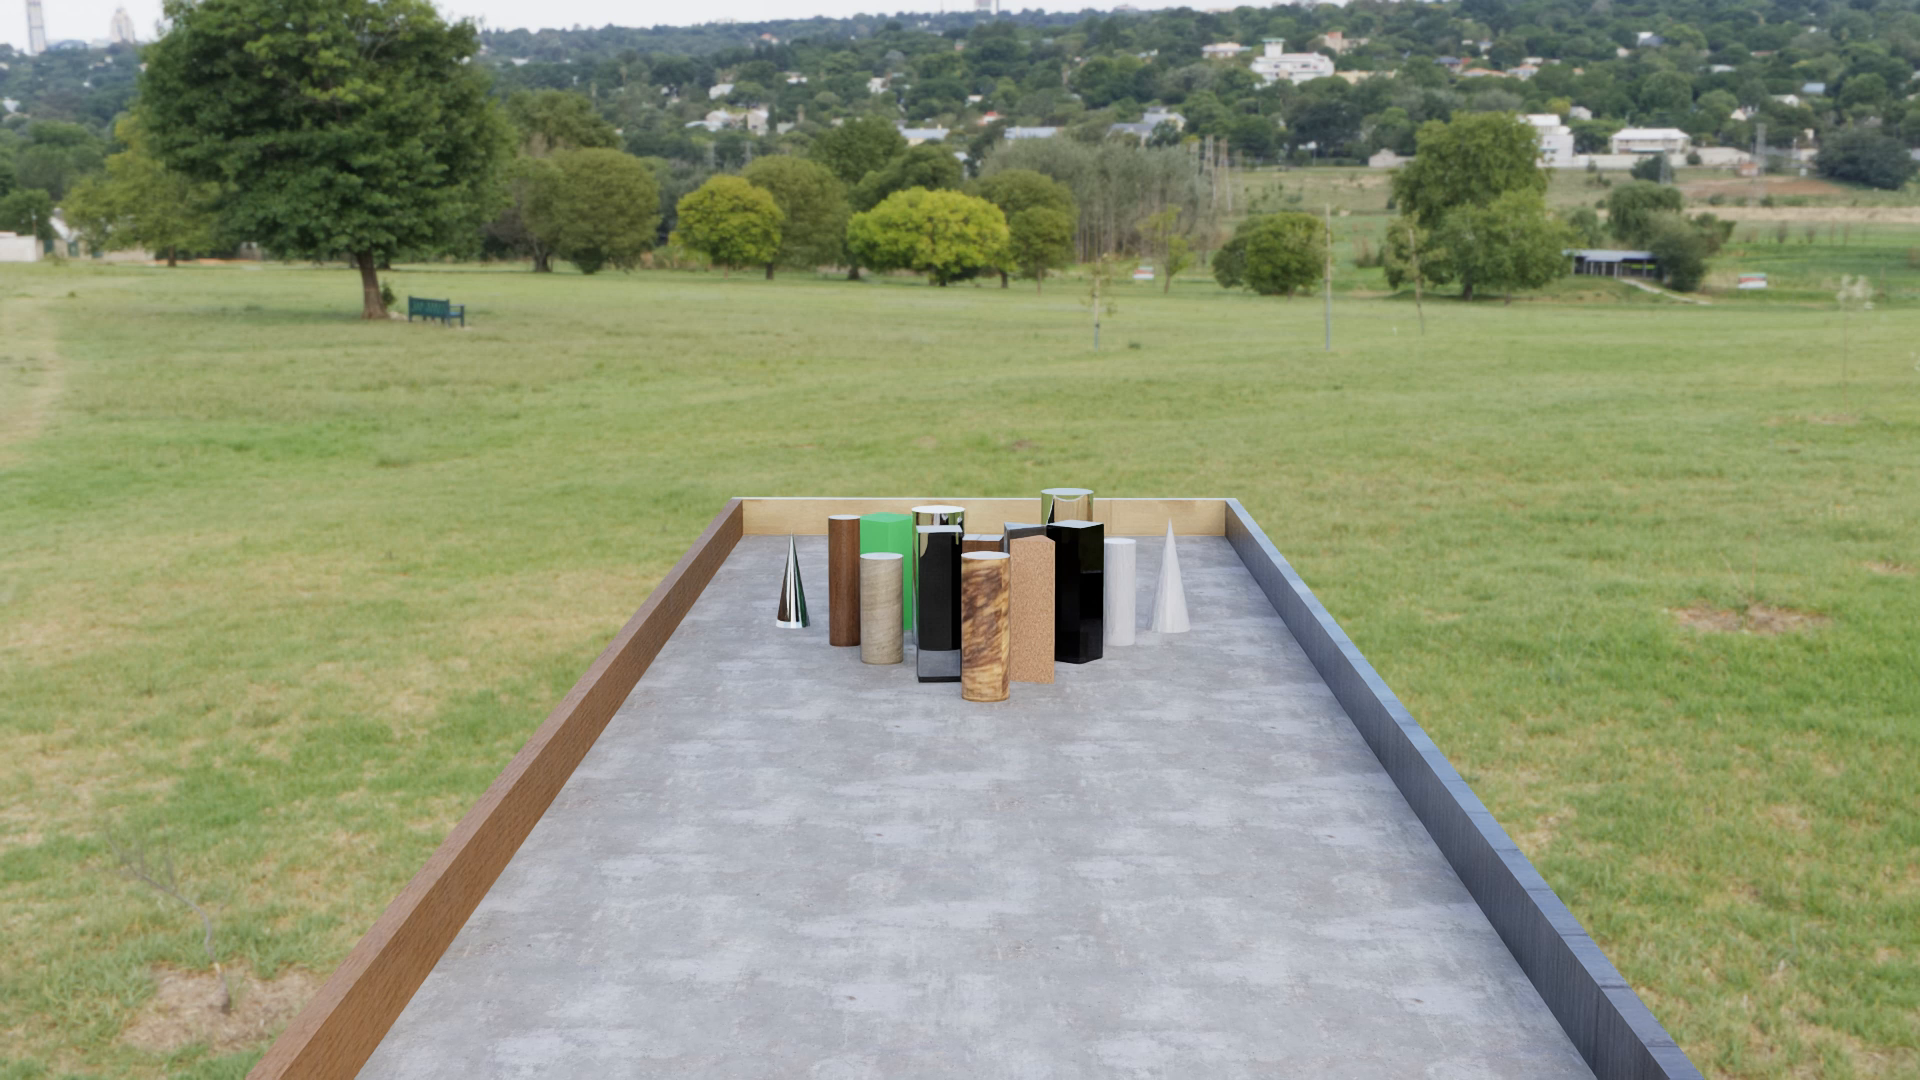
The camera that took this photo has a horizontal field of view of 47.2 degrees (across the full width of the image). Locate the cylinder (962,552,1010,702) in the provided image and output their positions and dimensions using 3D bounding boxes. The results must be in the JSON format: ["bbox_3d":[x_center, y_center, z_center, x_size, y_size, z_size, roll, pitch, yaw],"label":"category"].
[{"bbox_3d":[0.072,0.243,6.180,0.137,0.405,0.137,0,9,0],"label":"cylinder"}]

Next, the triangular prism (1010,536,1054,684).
[{"bbox_3d":[0.224,0.199,6.422,0.132,0.416,0.114,3,9,16],"label":"triangular prism"}]

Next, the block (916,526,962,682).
[{"bbox_3d":[-0.061,0.186,6.422,0.127,0.443,0.127,-1,9,-4],"label":"block"}]

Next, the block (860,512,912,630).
[{"bbox_3d":[-0.243,0.105,7.185,0.171,0.363,0.171,7,11,38],"label":"block"}]

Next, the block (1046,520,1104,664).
[{"bbox_3d":[0.349,0.157,6.689,0.126,0.417,0.126,7,11,37],"label":"block"}]

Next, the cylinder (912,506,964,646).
[{"bbox_3d":[-0.068,0.114,6.926,0.168,0.427,0.168,0,9,0],"label":"cylinder"}]

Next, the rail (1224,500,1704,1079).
[{"bbox_3d":[1.046,0.843,3.208,0.050,0.150,12.000,0,9,1],"label":"rail"}]

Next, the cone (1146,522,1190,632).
[{"bbox_3d":[0.681,0.106,7.158,0.147,0.370,0.147,0,9,0],"label":"cone"}]

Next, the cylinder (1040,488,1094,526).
[{"bbox_3d":[0.350,0.061,7.212,0.171,0.443,0.171,0,9,0],"label":"cylinder"}]

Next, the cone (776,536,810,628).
[{"bbox_3d":[-0.550,0.123,7.219,0.113,0.317,0.113,0,9,0],"label":"cone"}]

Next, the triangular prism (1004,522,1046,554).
[{"bbox_3d":[0.178,0.135,6.971,0.151,0.371,0.131,-6,11,-32],"label":"triangular prism"}]

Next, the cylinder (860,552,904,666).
[{"bbox_3d":[-0.237,0.208,6.665,0.130,0.324,0.130,0,9,0],"label":"cylinder"}]

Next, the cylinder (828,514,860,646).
[{"bbox_3d":[-0.362,0.128,6.913,0.101,0.404,0.101,0,9,0],"label":"cylinder"}]

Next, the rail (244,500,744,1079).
[{"bbox_3d":[-1.004,0.839,3.234,0.050,0.150,12.000,0,9,1],"label":"rail"}]

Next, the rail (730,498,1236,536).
[{"bbox_3d":[0.099,-0.098,9.147,2.100,0.150,0.050,0,9,1],"label":"rail"}]

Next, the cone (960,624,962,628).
[{"bbox_3d":[0.085,0.137,7.181,0.171,0.301,0.171,0,9,0],"label":"cone"}]

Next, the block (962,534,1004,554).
[{"bbox_3d":[0.069,0.181,6.650,0.114,0.381,0.114,1,9,8],"label":"block"}]

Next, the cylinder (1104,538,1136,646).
[{"bbox_3d":[0.499,0.164,6.937,0.108,0.325,0.108,0,9,0],"label":"cylinder"}]
